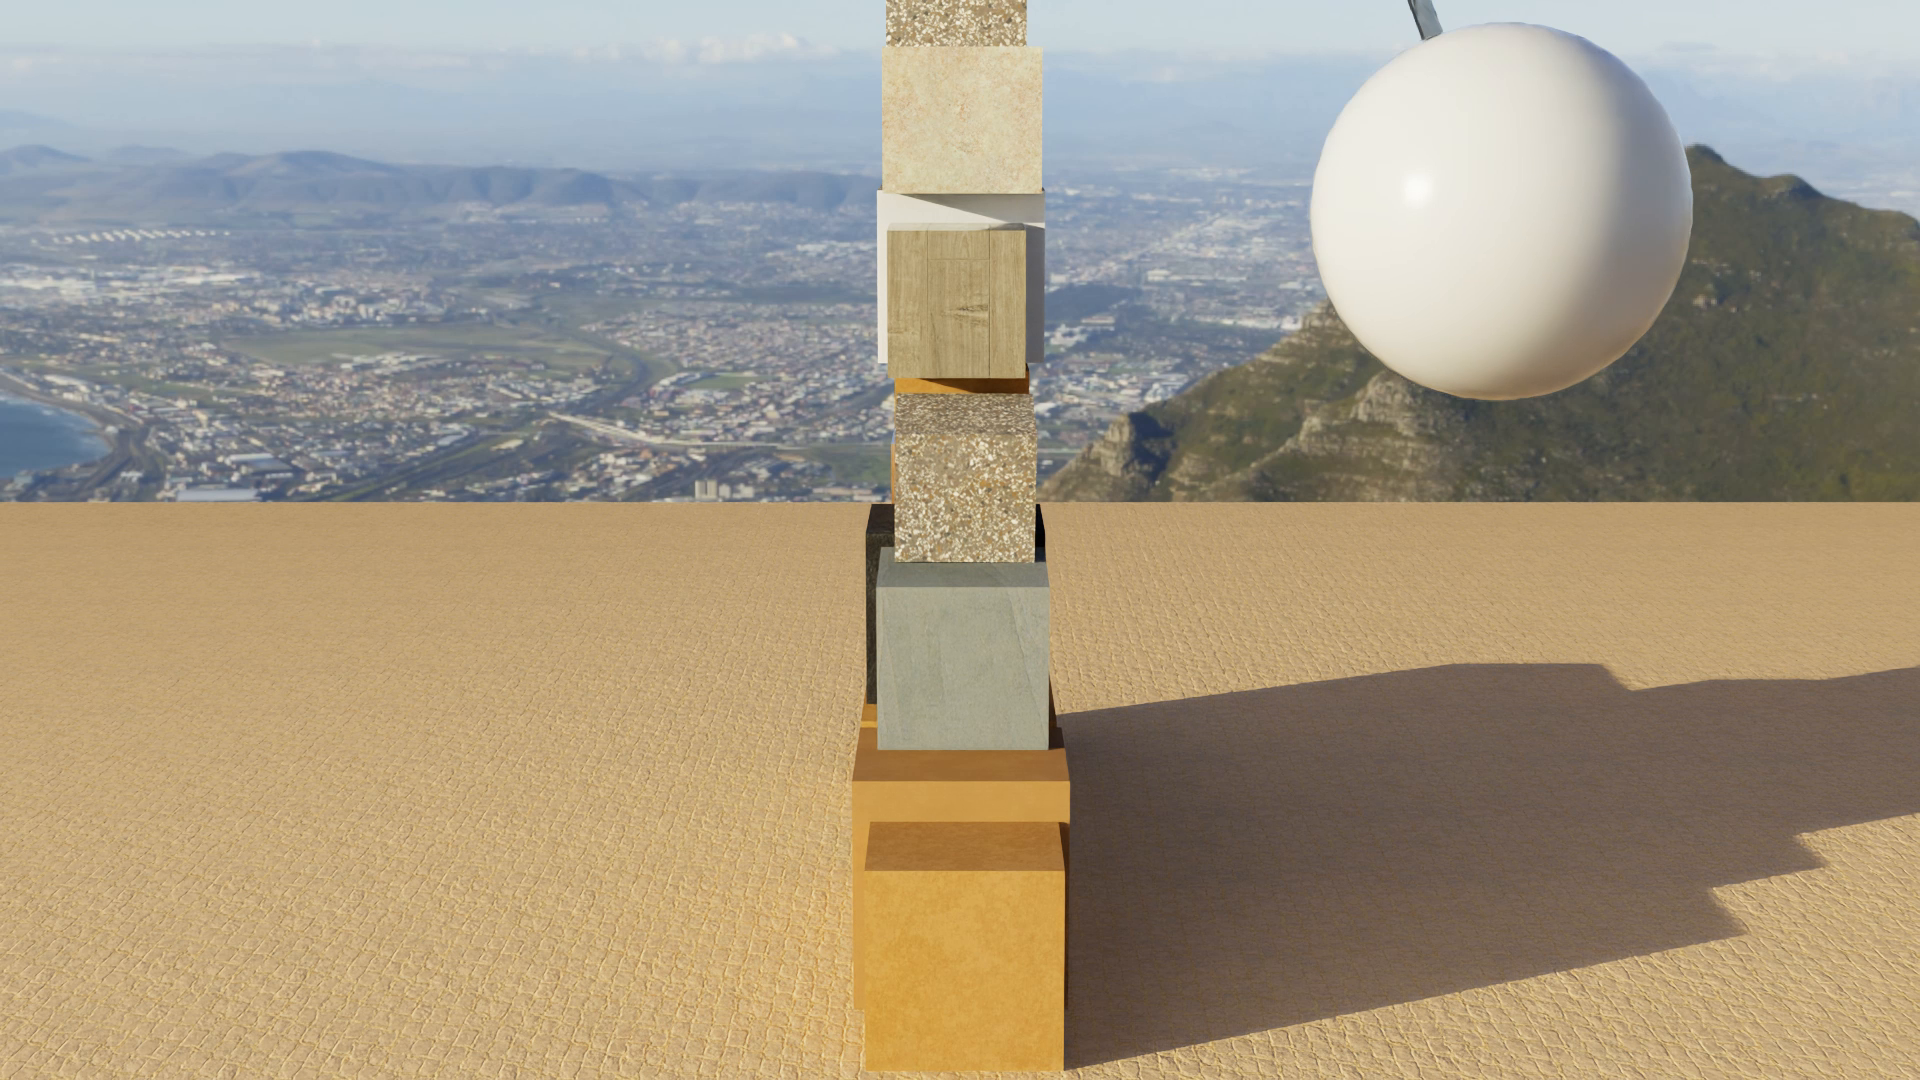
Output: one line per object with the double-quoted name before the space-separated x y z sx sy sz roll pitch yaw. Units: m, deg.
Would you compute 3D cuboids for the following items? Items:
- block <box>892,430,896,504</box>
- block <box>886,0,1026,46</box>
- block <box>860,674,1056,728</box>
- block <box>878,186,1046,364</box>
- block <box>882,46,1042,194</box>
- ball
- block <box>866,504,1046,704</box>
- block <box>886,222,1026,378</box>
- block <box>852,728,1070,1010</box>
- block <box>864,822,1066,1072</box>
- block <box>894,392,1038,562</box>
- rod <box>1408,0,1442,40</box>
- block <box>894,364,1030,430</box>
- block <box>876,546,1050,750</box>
"block" 0.009 -0.202 11.746 0.628 0.574 0.657 0 10 0
"block" -0.014 -2.316 10.759 0.575 0.491 0.618 0 10 0
"block" -0.005 1.106 10.915 0.794 0.918 0.895 0 10 0
"block" 0.005 -1.179 11.248 0.711 0.732 0.692 0 10 0
"block" 0.009 -1.782 10.856 0.657 0.595 0.681 0 10 0
"ball" 2.295 -1.393 10.927 1.600 1.600 1.600 0 10 0
"block" -0.019 0.262 10.980 0.740 0.721 0.746 0 10 0
"block" -0.015 -1.000 10.642 0.560 0.597 0.544 0 10 0
"block" 0.003 1.271 10.071 0.815 0.896 0.806 0 10 0
"block" 0.016 1.475 9.380 0.706 0.742 0.605 0 10 0
"block" 0.019 -0.257 10.399 0.558 0.537 0.531 0 21 -1
"rod" 0.994 -4.484 10.365 0.080 5.200 0.080 -22 10 4
"block" 0.009 -0.441 11.036 0.560 0.643 0.635 0 10 0
"block" 0.011 0.425 10.270 0.668 0.659 0.645 0 14 0
